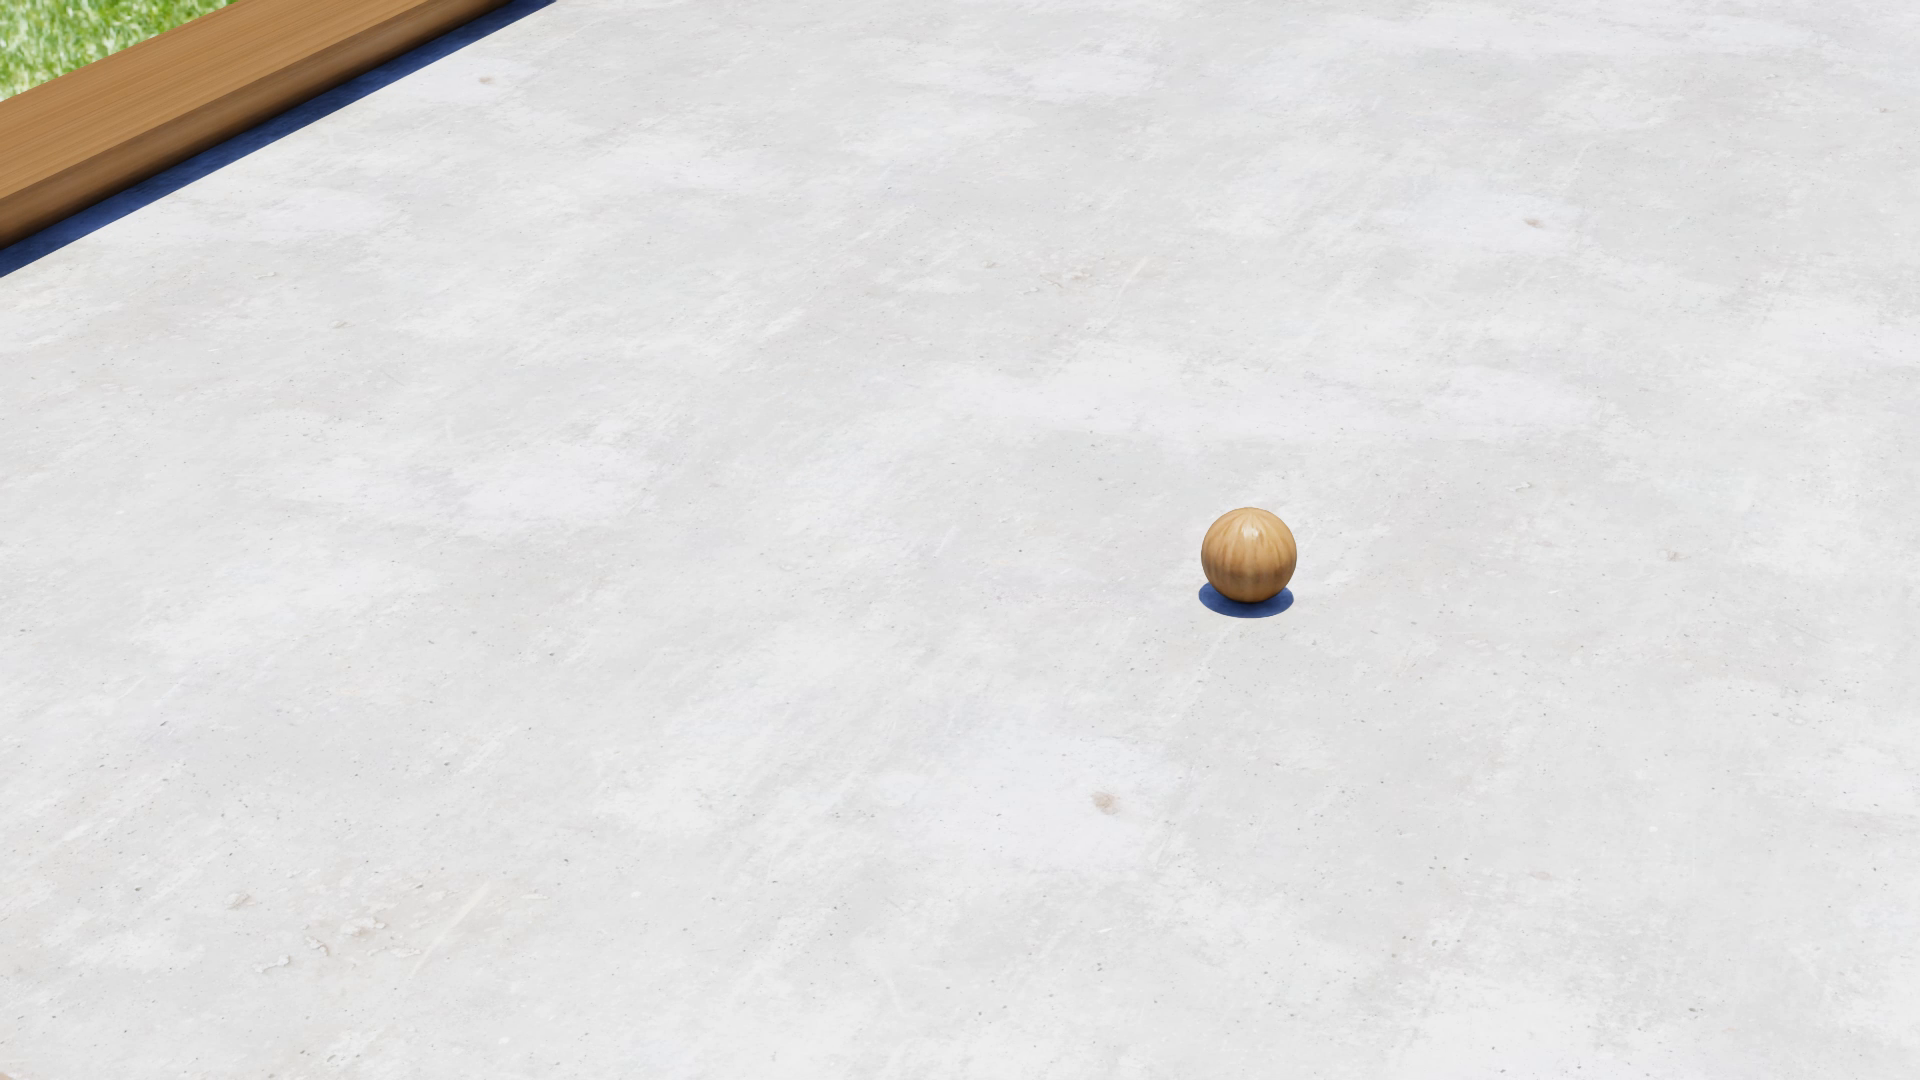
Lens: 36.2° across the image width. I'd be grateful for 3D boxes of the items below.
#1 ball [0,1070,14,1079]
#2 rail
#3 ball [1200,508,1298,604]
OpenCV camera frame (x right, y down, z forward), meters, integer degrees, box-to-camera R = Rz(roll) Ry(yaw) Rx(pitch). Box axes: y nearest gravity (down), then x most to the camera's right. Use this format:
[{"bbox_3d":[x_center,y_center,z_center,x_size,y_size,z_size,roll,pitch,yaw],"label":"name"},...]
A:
[{"bbox_3d":[-0.434,0.262,1.250,0.087,0.087,0.087,0,26,0],"label":"ball"},{"bbox_3d":[-0.527,-0.511,2.800,0.045,0.115,3.288,11,28,21],"label":"rail"},{"bbox_3d":[0.177,0.009,1.800,0.059,0.059,0.059,0,26,0],"label":"ball"}]
